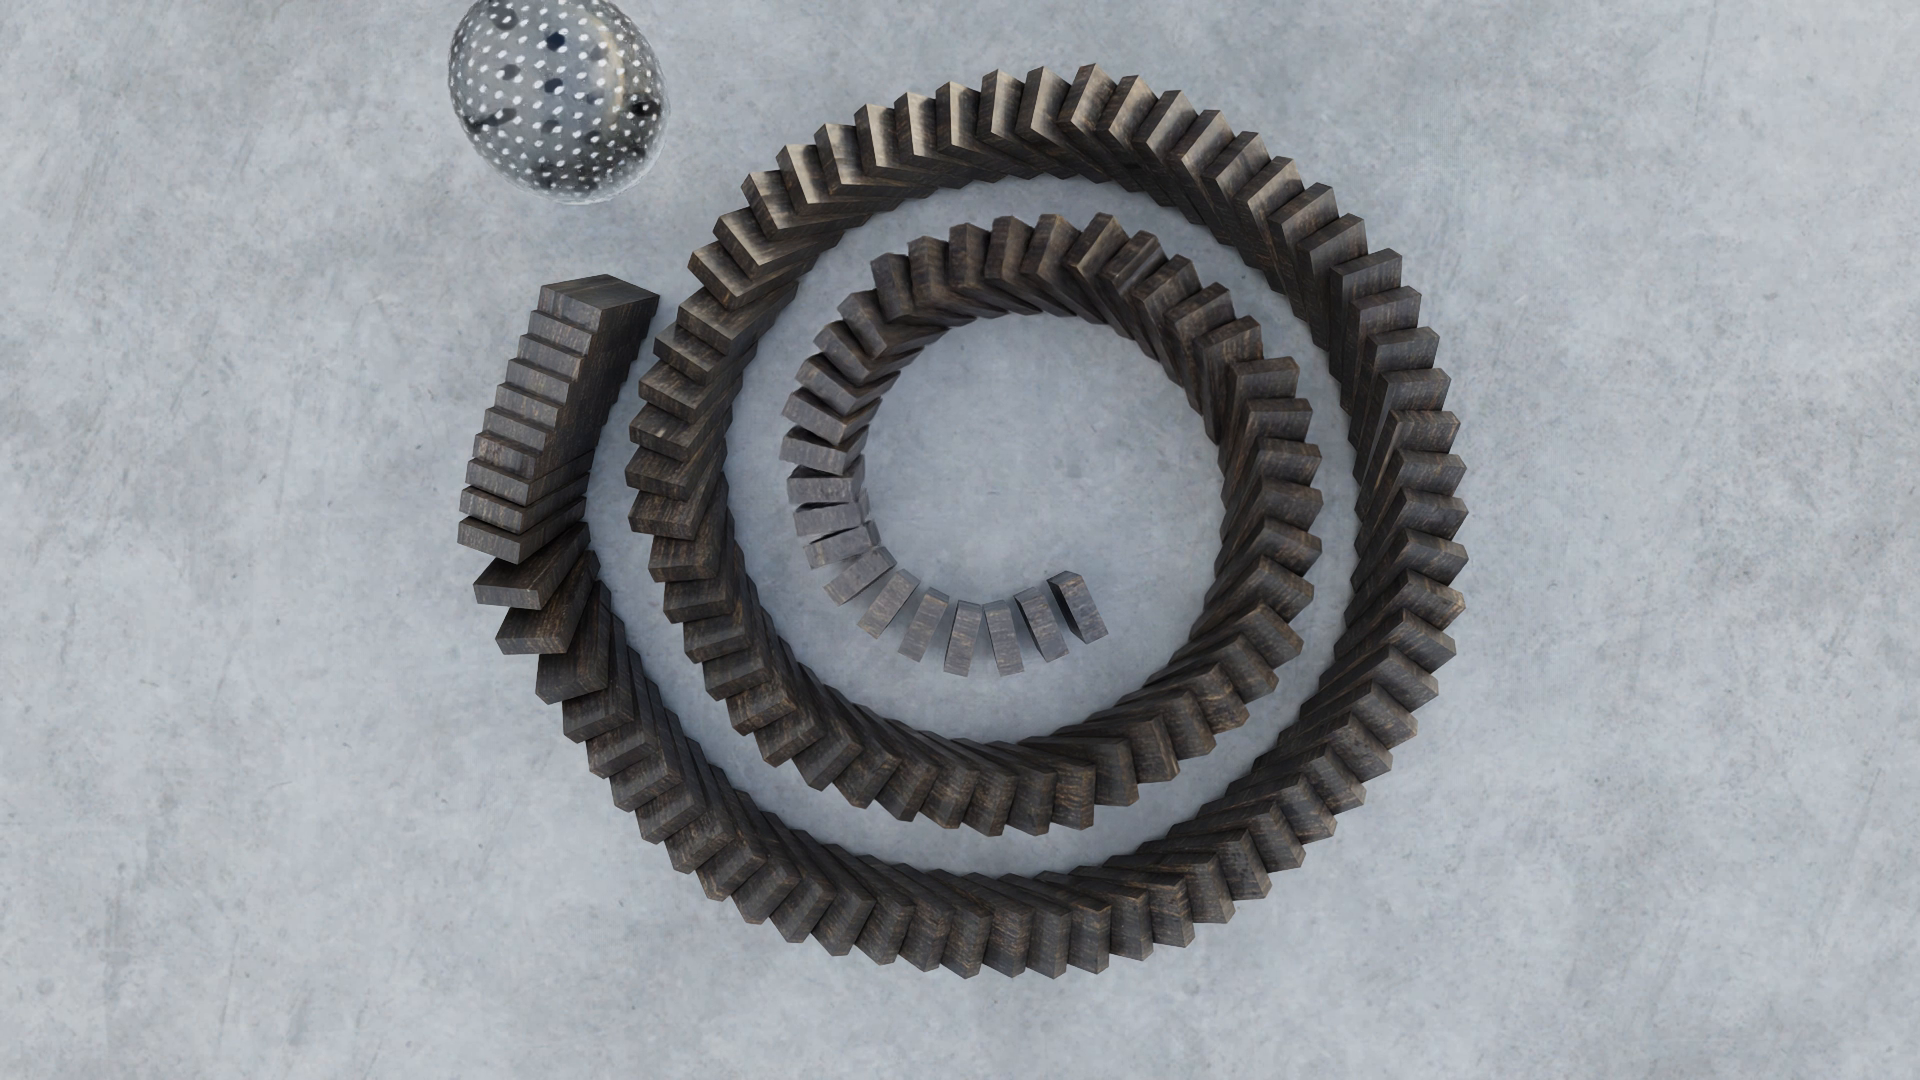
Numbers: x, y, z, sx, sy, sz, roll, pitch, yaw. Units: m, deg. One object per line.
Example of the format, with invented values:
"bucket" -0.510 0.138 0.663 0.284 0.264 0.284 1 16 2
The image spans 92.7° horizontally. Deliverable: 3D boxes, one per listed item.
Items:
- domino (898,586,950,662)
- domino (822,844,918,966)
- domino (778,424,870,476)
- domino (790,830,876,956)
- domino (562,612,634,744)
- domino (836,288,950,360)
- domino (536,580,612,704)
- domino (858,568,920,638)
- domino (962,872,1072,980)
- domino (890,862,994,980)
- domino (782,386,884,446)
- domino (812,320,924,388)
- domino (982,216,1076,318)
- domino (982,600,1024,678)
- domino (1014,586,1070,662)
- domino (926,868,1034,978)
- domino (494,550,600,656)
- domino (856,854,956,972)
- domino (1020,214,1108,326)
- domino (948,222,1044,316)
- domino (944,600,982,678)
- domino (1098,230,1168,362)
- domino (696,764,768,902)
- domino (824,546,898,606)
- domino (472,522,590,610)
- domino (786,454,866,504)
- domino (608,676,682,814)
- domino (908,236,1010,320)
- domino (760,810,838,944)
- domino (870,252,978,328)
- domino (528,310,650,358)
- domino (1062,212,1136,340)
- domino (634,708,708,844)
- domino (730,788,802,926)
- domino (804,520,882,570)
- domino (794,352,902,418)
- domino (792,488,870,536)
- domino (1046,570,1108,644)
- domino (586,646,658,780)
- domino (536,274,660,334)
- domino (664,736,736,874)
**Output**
"domino" -0.014 0.034 0.375 0.009 0.050 0.025 26 90 0
"domino" -0.043 0.150 0.381 0.050 0.010 0.025 22 90 38
"domino" -0.054 -0.040 0.375 0.025 0.050 0.010 15 110 0
"domino" -0.059 0.145 0.381 0.050 0.009 0.025 28 90 39
"domino" -0.152 0.057 0.381 0.025 0.010 0.050 -23 52 0
"domino" -0.026 -0.091 0.377 0.010 0.050 0.025 -34 90 35
"domino" -0.160 0.042 0.380 0.025 0.009 0.050 -17 49 0
"domino" -0.028 0.025 0.375 0.010 0.050 0.025 37 90 0
"domino" 0.022 0.159 0.381 0.050 0.009 0.025 6 90 38
"domino" -0.011 0.157 0.381 0.050 0.010 0.025 15 90 38
"domino" -0.051 -0.055 0.375 0.025 0.050 0.009 30 114 0
"domino" -0.036 -0.080 0.376 0.025 0.050 0.009 48 122 0
"domino" 0.032 -0.112 0.379 0.009 0.050 0.025 10 90 44
"domino" 0.017 0.039 0.375 0.009 0.050 0.025 -13 90 0
"domino" 0.033 0.034 0.375 0.010 0.050 0.025 -24 90 0
"domino" 0.006 0.158 0.381 0.050 0.010 0.025 8 90 38
"domino" -0.169 0.025 0.378 0.025 0.050 0.010 -2 132 0
"domino" -0.027 0.154 0.381 0.050 0.009 0.025 17 90 38
"domino" 0.048 -0.111 0.379 0.050 0.009 0.025 20 90 -45
"domino" 0.016 -0.111 0.378 0.010 0.050 0.025 2 90 43
"domino" 0.001 0.039 0.375 0.009 0.050 0.025 13 90 0
"domino" 0.079 -0.100 0.380 0.025 0.009 0.050 -46 133 0
"domino" -0.102 0.121 0.381 0.025 0.009 0.050 -43 51 0
"domino" -0.040 0.014 0.375 0.025 0.050 0.010 -37 91 0
"domino" -0.174 0.009 0.376 0.025 0.050 0.009 5 123 0
"domino" -0.054 -0.025 0.375 0.025 0.050 0.010 -2 105 0
"domino" -0.134 0.084 0.381 0.025 0.010 0.050 -31 52 0
"domino" 0.000 -0.107 0.378 0.010 0.050 0.025 -7 90 40
"domino" -0.074 0.139 0.381 0.050 0.009 0.025 35 90 39
"domino" -0.014 -0.102 0.377 0.010 0.050 0.025 -14 90 38
"domino" -0.150 -0.088 0.375 0.025 0.050 0.009 22 113 0
"domino" 0.065 -0.108 0.379 0.025 0.009 0.050 -54 134 0
"domino" -0.124 0.097 0.381 0.025 0.009 0.050 -34 52 0
"domino" -0.089 0.131 0.381 0.025 0.010 0.050 -49 51 0
"domino" -0.047 0.001 0.375 0.025 0.050 0.009 -19 94 0
"domino" -0.045 -0.068 0.376 0.025 0.050 0.010 38 118 0
"domino" -0.051 -0.012 0.375 0.025 0.050 0.009 -9 100 0
"domino" 0.047 0.027 0.375 0.010 0.050 0.025 -25 90 0
"domino" -0.143 0.071 0.381 0.025 0.009 0.050 -28 52 0
"domino" -0.147 -0.098 0.375 0.025 0.050 0.009 22 113 0
"domino" -0.113 0.109 0.381 0.025 0.010 0.050 -38 51 0
